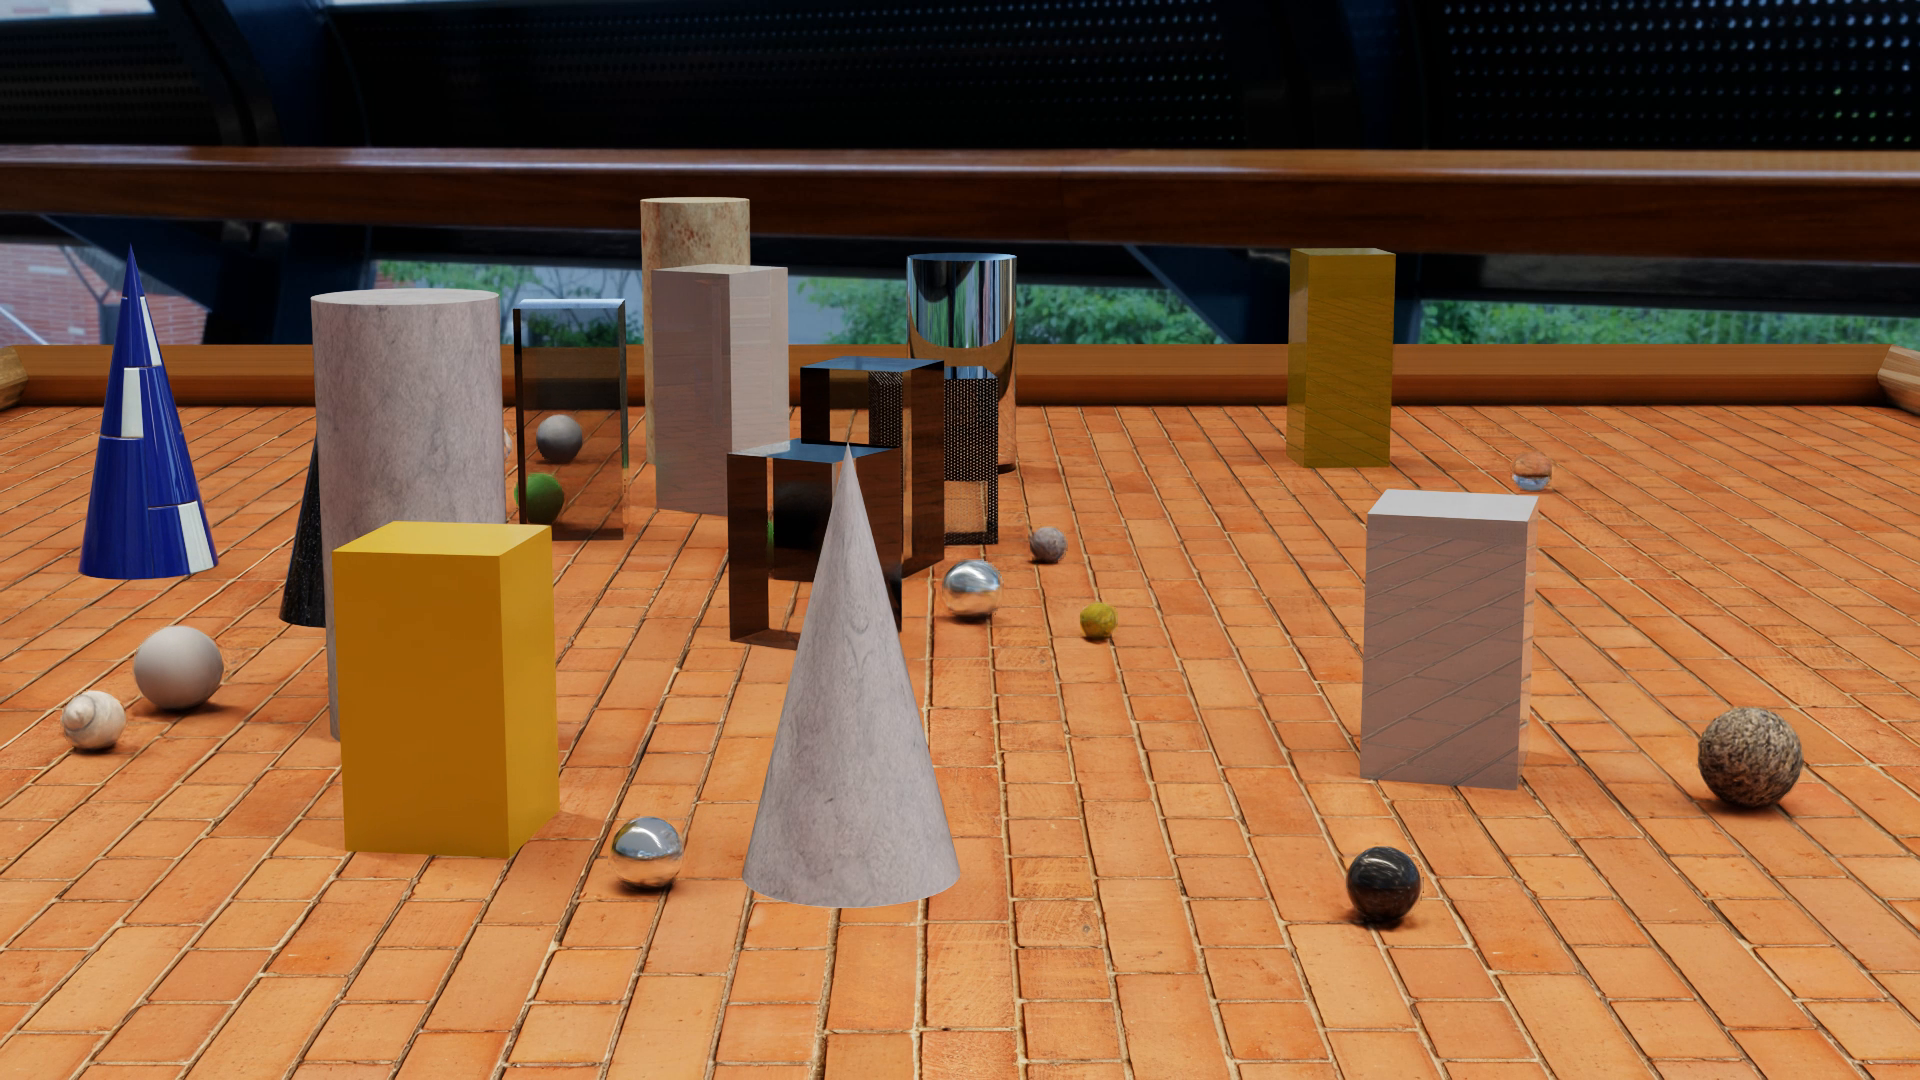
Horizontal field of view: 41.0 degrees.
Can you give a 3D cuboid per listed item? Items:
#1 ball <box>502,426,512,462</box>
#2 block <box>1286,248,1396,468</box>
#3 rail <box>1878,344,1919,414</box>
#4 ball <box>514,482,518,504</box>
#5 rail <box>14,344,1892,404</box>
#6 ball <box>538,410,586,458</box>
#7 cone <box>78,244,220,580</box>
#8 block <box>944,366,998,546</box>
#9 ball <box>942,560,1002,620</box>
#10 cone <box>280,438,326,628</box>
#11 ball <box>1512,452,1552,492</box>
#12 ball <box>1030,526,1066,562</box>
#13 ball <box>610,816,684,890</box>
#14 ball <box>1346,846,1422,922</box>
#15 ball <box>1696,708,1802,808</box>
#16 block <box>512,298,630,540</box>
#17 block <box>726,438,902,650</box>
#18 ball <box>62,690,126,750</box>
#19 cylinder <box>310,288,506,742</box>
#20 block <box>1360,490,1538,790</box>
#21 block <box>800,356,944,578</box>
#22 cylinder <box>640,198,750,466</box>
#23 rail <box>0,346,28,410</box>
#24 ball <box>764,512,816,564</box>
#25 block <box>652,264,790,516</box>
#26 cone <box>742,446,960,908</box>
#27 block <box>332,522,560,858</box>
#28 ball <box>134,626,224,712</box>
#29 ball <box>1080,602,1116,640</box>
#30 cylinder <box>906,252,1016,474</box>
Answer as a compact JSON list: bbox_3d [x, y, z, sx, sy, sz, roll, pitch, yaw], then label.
[{"bbox_3d":[-0.863,-0.173,4.677,0.090,0.090,0.090,0,10,0],"label":"ball"},{"bbox_3d":[0.703,-0.339,4.754,0.160,0.390,0.160,-1,11,-5],"label":"block"},{"bbox_3d":[2.016,0.031,3.460,0.045,0.130,4.327,0,10,0],"label":"rail"},{"bbox_3d":[-0.682,-0.076,4.173,0.084,0.084,0.084,0,10,0],"label":"ball"},{"bbox_3d":[-0.012,-0.356,5.553,4.079,0.130,0.045,0,10,0],"label":"rail"},{"bbox_3d":[-0.749,-0.199,4.823,0.088,0.088,0.088,0,10,0],"label":"ball"},{"bbox_3d":[-1.195,-0.196,3.739,0.200,0.476,0.200,0,10,0],"label":"cone"},{"bbox_3d":[-0.032,-0.132,4.000,0.160,0.258,0.160,-1,11,-8],"label":"block"},{"bbox_3d":[0.016,0.066,3.410,0.081,0.081,0.081,0,10,0],"label":"ball"},{"bbox_3d":[-0.817,-0.105,3.427,0.200,0.412,0.200,0,10,0],"label":"cone"},{"bbox_3d":[0.991,-0.118,4.441,0.069,0.069,0.069,0,10,0],"label":"ball"},{"bbox_3d":[0.130,0.007,3.807,0.054,0.054,0.054,0,10,0],"label":"ball"},{"bbox_3d":[-0.280,0.280,2.295,0.066,0.066,0.066,0,10,0],"label":"ball"},{"bbox_3d":[0.365,0.296,2.212,0.065,0.065,0.065,0,10,0],"label":"ball"},{"bbox_3d":[0.784,0.216,2.549,0.100,0.100,0.100,0,10,0],"label":"ball"},{"bbox_3d":[-0.608,-0.191,4.031,0.160,0.361,0.160,-1,10,-3],"label":"block"},{"bbox_3d":[-0.186,0.005,3.294,0.160,0.244,0.160,6,12,30],"label":"block"},{"bbox_3d":[-0.932,0.195,2.761,0.065,0.065,0.065,0,10,0],"label":"ball"},{"bbox_3d":[-0.599,-0.027,2.817,0.200,0.481,0.200,0,10,0],"label":"cylinder"},{"bbox_3d":[0.513,0.100,2.684,0.160,0.278,0.160,3,11,16],"label":"block"},{"bbox_3d":[-0.127,-0.110,3.763,0.160,0.299,0.160,4,11,21],"label":"block"},{"bbox_3d":[-0.487,-0.387,4.757,0.200,0.483,0.200,0,10,0],"label":"cylinder"},{"bbox_3d":[-2.016,0.035,3.437,0.045,0.130,4.327,0,10,0],"label":"rail"},{"bbox_3d":[-0.251,-0.004,3.802,0.076,0.076,0.076,0,10,0],"label":"ball"},{"bbox_3d":[-0.396,-0.252,4.265,0.160,0.397,0.160,6,12,31],"label":"block"},{"bbox_3d":[-0.099,0.108,2.310,0.200,0.398,0.200,0,10,0],"label":"cone"},{"bbox_3d":[-0.487,0.139,2.451,0.160,0.287,0.160,1,11,8],"label":"block"},{"bbox_3d":[-0.892,0.147,2.930,0.097,0.097,0.097,0,10,0],"label":"ball"},{"bbox_3d":[0.177,0.104,3.296,0.048,0.048,0.048,0,10,0],"label":"ball"},{"bbox_3d":[0.003,-0.321,4.667,0.200,0.387,0.200,0,10,0],"label":"cylinder"}]
